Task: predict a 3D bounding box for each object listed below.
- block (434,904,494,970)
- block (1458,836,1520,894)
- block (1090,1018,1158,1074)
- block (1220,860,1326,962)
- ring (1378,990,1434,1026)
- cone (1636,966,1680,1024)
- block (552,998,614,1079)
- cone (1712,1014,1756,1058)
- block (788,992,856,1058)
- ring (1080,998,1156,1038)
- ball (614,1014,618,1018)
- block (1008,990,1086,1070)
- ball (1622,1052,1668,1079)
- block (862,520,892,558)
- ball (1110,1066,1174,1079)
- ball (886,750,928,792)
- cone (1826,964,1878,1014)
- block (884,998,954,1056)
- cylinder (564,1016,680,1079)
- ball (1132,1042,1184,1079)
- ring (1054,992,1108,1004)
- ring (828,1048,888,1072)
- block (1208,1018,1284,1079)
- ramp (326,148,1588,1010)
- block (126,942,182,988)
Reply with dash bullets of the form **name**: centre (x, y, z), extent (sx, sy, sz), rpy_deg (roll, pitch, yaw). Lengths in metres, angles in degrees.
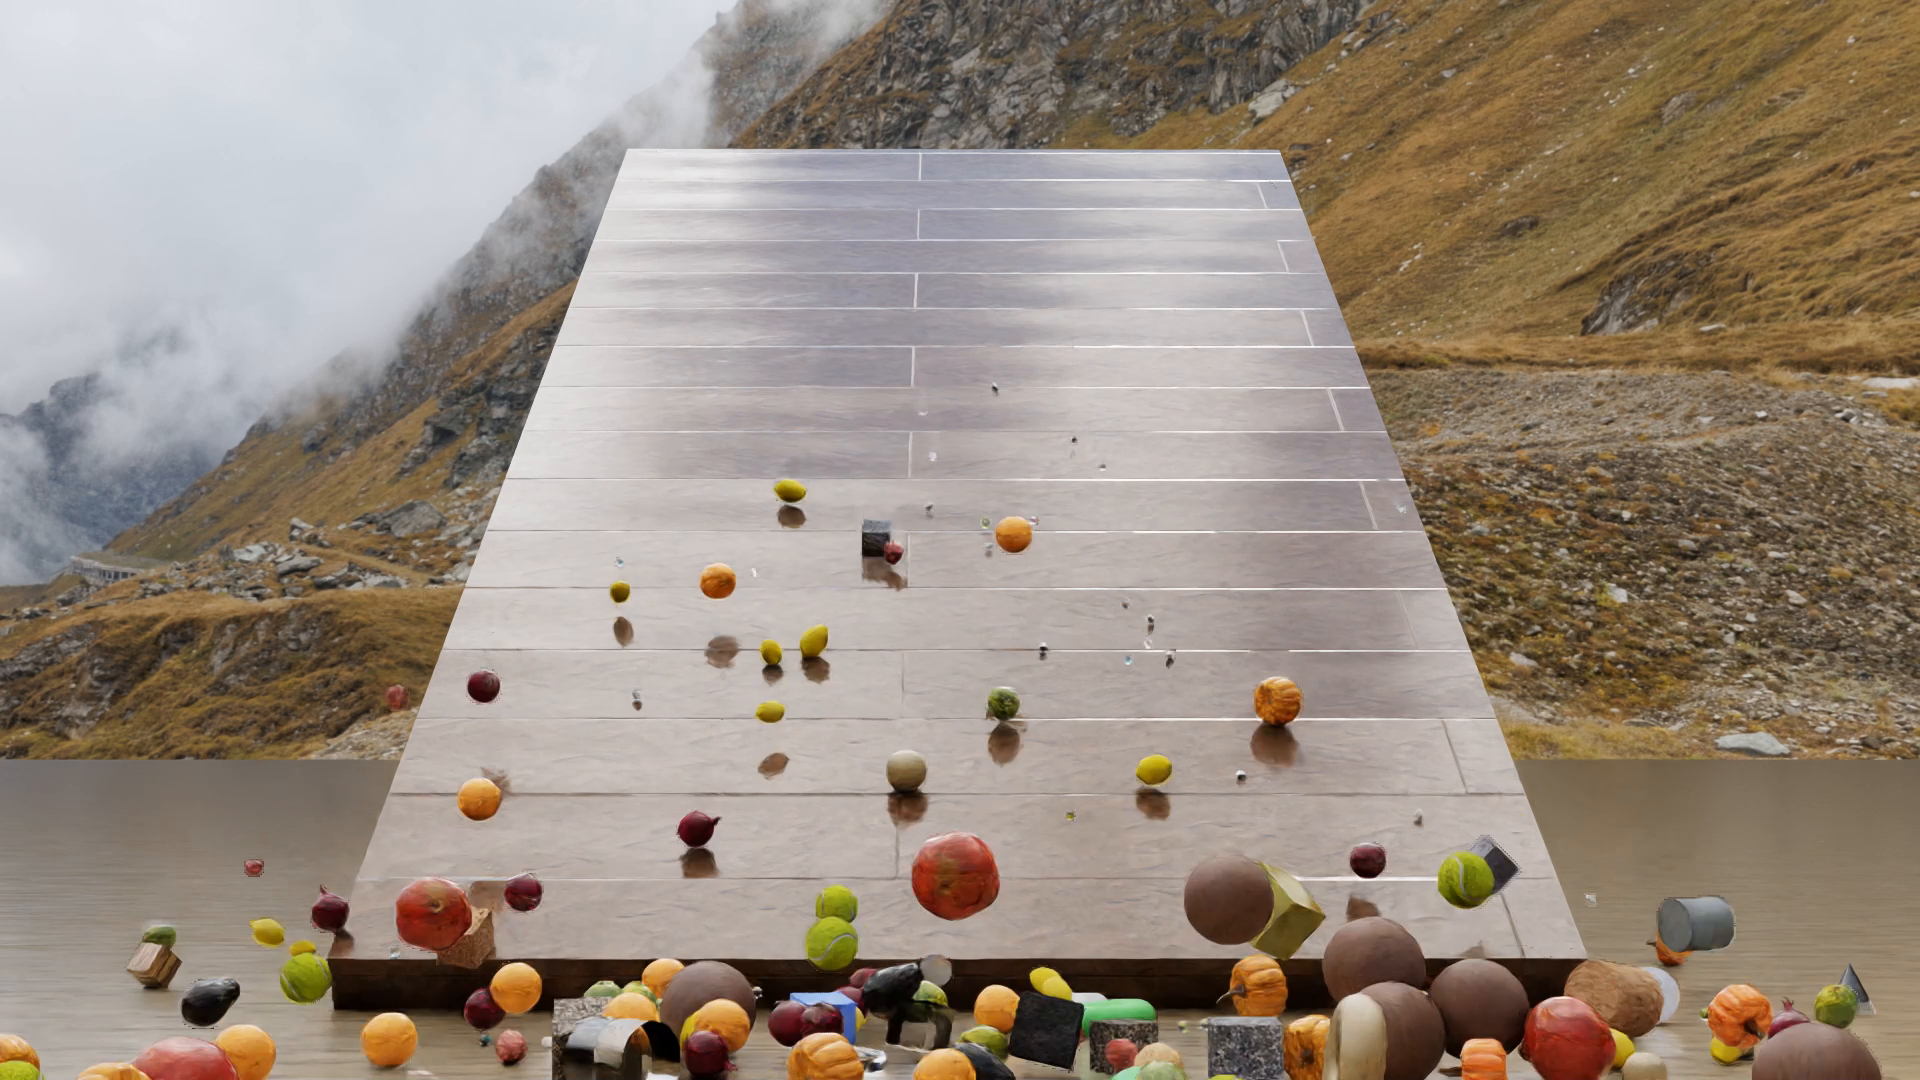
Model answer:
- **block**: centre (-0.784, 0.627, 3.770), extent (0.067, 0.067, 0.067), rpy_deg (7, 29, 13)
- **block**: centre (0.848, 0.521, 3.819), extent (0.059, 0.059, 0.059), rpy_deg (44, 2, -11)
- **block**: centre (0.212, 0.654, 3.076), extent (0.064, 0.064, 0.064), rpy_deg (3, -6, -33)
- **block**: centre (0.482, 0.572, 3.671), extent (0.096, 0.096, 0.096), rpy_deg (29, 16, -43)
- **ring**: centre (0.670, 0.710, 3.621), extent (0.103, 0.034, 0.103), rpy_deg (-11, 1, 0)
- **cone**: centre (1.058, 0.716, 3.648), extent (0.094, 0.094, 0.094), rpy_deg (-2, -32, 23)
- **block**: centre (-0.469, 0.624, 2.971), extent (0.076, 0.076, 0.076), rpy_deg (1, 24, -9)
- **cone**: centre (1.065, 0.686, 3.236), extent (0.062, 0.062, 0.062), rpy_deg (-5, -34, 44)
- **block**: centre (-0.188, 0.662, 3.257), extent (0.071, 0.071, 0.071), rpy_deg (2, 2, -23)
- **ring**: centre (0.218, 0.695, 3.466), extent (0.133, 0.044, 0.133), rpy_deg (-5, -6, -1)
- **ball**: centre (-0.497, 0.680, 3.311), extent (0.054, 0.054, 0.054), rpy_deg (0, -5, 0)
- **block**: centre (0.110, 0.623, 3.028), extent (0.079, 0.079, 0.079), rpy_deg (11, -15, 9)
- **ball**: centre (0.818, 0.638, 2.846), extent (0.054, 0.054, 0.054), rpy_deg (0, -5, 0)
- **block**: centre (-0.174, -0.004, 4.981), extent (0.057, 0.057, 0.057), rpy_deg (1, 28, 2)
- **ball**: centre (0.183, 0.576, 2.386), extent (0.096, 0.096, 0.096), rpy_deg (0, -5, 0)
- **ball**: centre (-0.094, 0.405, 4.189), extent (0.073, 0.073, 0.073), rpy_deg (0, -5, 0)
- **cone**: centre (1.413, 0.710, 3.782), extent (0.078, 0.078, 0.078), rpy_deg (0, -5, 0)
- **block**: centre (-0.053, 0.647, 3.171), extent (0.061, 0.061, 0.061), rpy_deg (0, -19, 32)
- **cylinder**: centre (-0.396, 0.609, 2.790), extent (0.096, 0.096, 0.096), rpy_deg (-5, -7, 38)
- **ball**: centre (0.238, 0.636, 2.865), extent (0.061, 0.061, 0.061), rpy_deg (0, -5, 0)
- **ring**: centre (0.172, 0.717, 3.648), extent (0.117, 0.039, 0.117), rpy_deg (-4, -6, 0)
- **ring**: centre (-0.132, 0.674, 3.090), extent (0.077, 0.026, 0.077), rpy_deg (0, -4, 0)
- **block**: centre (0.347, 0.628, 2.902), extent (0.083, 0.083, 0.083), rpy_deg (0, -5, 1)
- **ramp**: centre (-0.011, -0.224, 5.569), extent (2.000, 0.100, 4.000), rpy_deg (0, 28, 0)
- **block**: centre (-1.413, 0.746, 4.179), extent (0.055, 0.055, 0.055), rpy_deg (-3, -43, 32)
